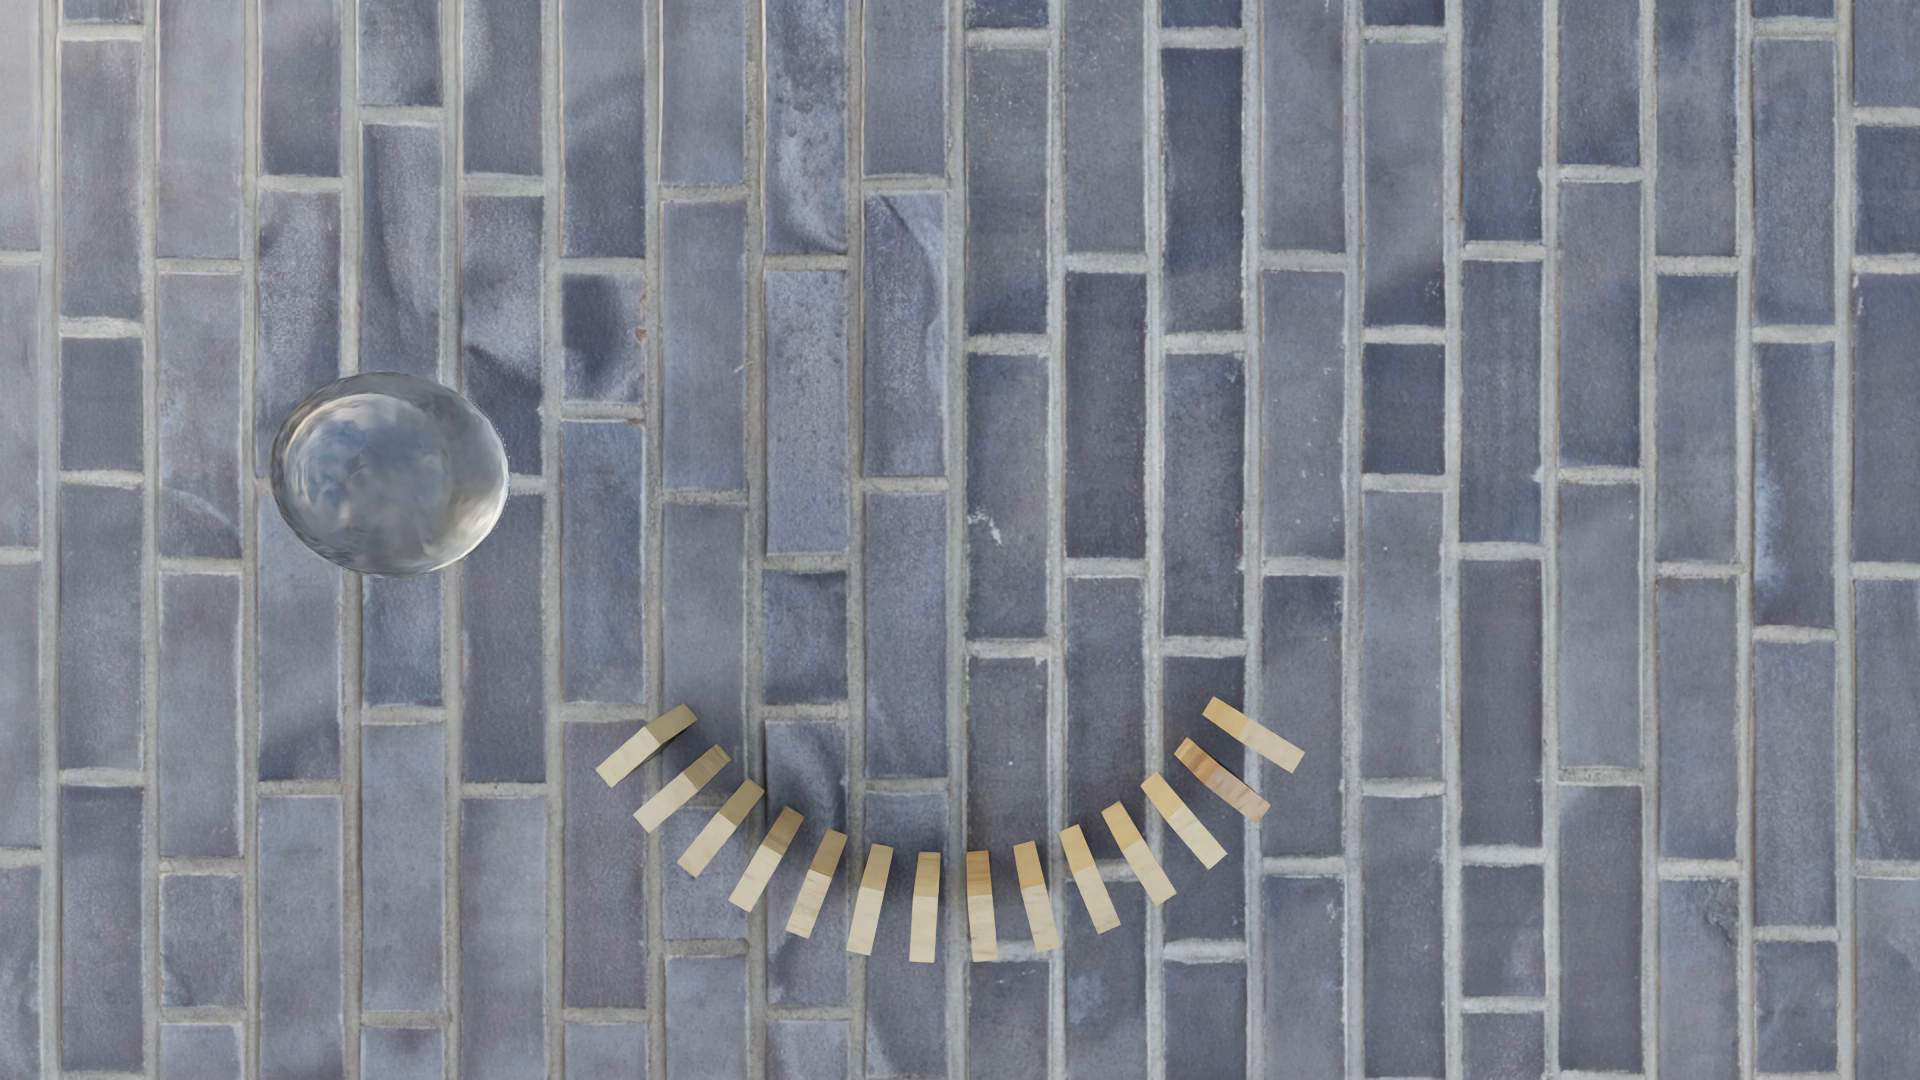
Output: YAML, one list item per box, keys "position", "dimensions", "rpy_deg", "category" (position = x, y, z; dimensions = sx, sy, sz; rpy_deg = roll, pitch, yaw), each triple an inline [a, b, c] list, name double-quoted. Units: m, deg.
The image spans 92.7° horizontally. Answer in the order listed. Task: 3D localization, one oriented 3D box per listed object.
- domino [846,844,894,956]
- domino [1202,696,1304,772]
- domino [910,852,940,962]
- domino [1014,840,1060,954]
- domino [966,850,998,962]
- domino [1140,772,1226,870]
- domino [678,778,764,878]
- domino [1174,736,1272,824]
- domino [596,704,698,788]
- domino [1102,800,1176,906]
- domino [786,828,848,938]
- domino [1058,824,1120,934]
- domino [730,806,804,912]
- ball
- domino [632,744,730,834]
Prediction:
- position: [-0.036, 0.146, 0.375]
  dimensions: [0.009, 0.050, 0.025]
  rpy_deg: [12, 90, 0]
  category: "domino"
- position: [0.119, 0.079, 0.375]
  dimensions: [0.025, 0.050, 0.009]
  rpy_deg: [32, 90, 0]
  category: "domino"
- position: [-0.014, 0.149, 0.375]
  dimensions: [0.009, 0.050, 0.025]
  rpy_deg: [3, 90, 0]
  category: "domino"
- position: [0.031, 0.145, 0.375]
  dimensions: [0.009, 0.050, 0.025]
  rpy_deg: [-14, 90, 0]
  category: "domino"
- position: [0.009, 0.148, 0.375]
  dimensions: [0.010, 0.050, 0.025]
  rpy_deg: [-5, 90, 0]
  category: "domino"
- position: [0.090, 0.113, 0.375]
  dimensions: [0.009, 0.050, 0.025]
  rpy_deg: [-41, 90, 0]
  category: "domino"
- position: [-0.097, 0.116, 0.375]
  dimensions: [0.009, 0.050, 0.025]
  rpy_deg: [39, 90, 0]
  category: "domino"
- position: [0.106, 0.097, 0.375]
  dimensions: [0.025, 0.050, 0.010]
  rpy_deg: [38, 90, 0]
  category: "domino"
- position: [-0.127, 0.083, 0.375]
  dimensions: [0.025, 0.050, 0.009]
  rpy_deg: [-41, 90, 0]
  category: "domino"
- position: [0.072, 0.127, 0.375]
  dimensions: [0.009, 0.050, 0.025]
  rpy_deg: [-32, 90, 0]
  category: "domino"
- position: [-0.058, 0.139, 0.375]
  dimensions: [0.010, 0.050, 0.025]
  rpy_deg: [21, 90, 0]
  category: "domino"
- position: [0.052, 0.137, 0.375]
  dimensions: [0.010, 0.050, 0.025]
  rpy_deg: [-23, 90, 0]
  category: "domino"
- position: [-0.078, 0.129, 0.375]
  dimensions: [0.009, 0.050, 0.025]
  rpy_deg: [30, 90, 0]
  category: "domino"
- position: [-0.222, -0.026, 0.360]
  dimensions: [0.080, 0.080, 0.080]
  rpy_deg: [0, 90, 0]
  category: "ball"
- position: [-0.112, 0.100, 0.375]
  dimensions: [0.025, 0.050, 0.010]
  rpy_deg: [-41, 90, 0]
  category: "domino"
